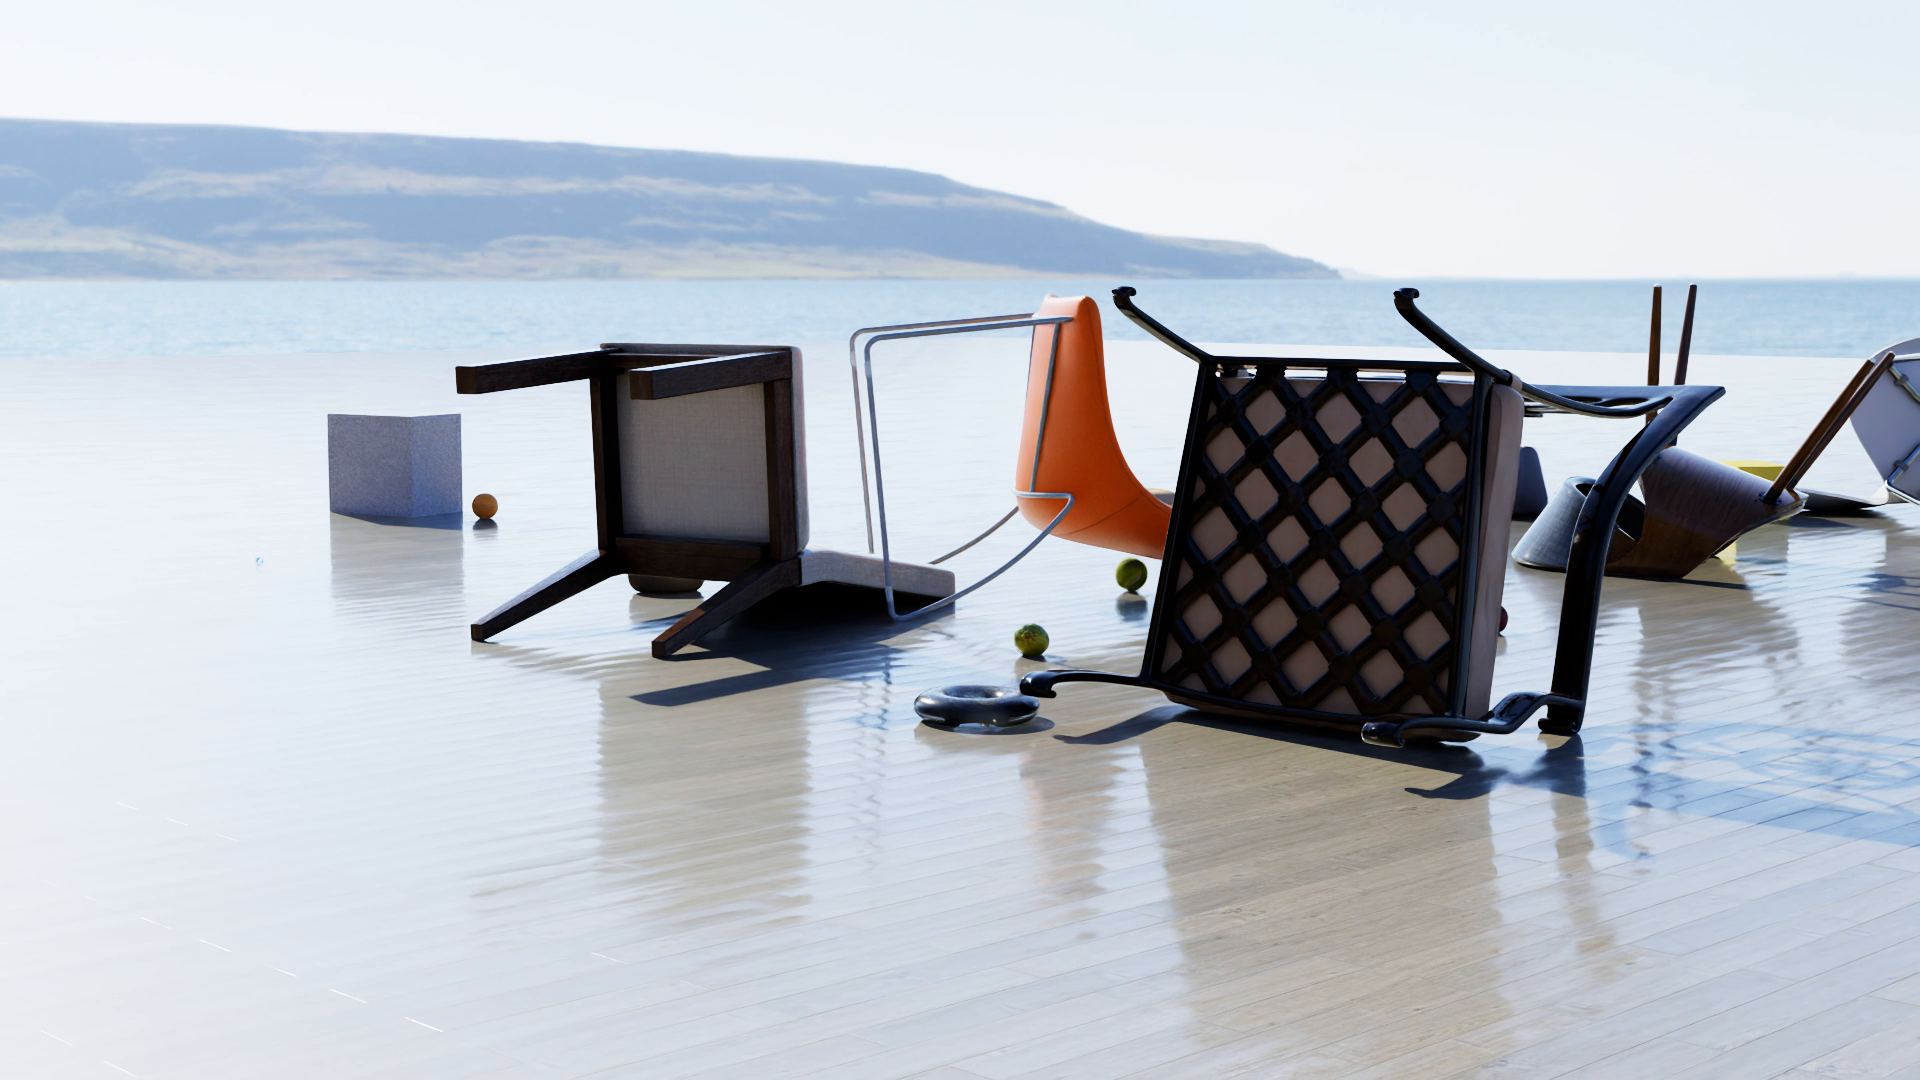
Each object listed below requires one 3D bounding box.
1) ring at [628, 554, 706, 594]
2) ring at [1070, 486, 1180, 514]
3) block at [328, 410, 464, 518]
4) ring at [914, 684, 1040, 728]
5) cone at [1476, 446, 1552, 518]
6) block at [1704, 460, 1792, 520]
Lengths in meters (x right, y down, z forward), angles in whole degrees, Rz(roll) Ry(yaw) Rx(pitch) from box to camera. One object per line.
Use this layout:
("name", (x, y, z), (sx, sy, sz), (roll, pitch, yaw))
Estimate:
("ring", (-0.614, 0.071, 5.368), (0.165, 0.074, 0.092), (-1, 9, -18))
("ring", (0.464, -0.111, 7.192), (0.312, 0.062, 0.307), (2, 6, 12))
("block", (-1.577, -0.216, 7.164), (0.311, 0.275, 0.202), (4, 7, 31))
("ring", (0.025, 0.247, 3.817), (0.190, 0.043, 0.187), (5, 8, 37))
("cone", (1.567, -0.114, 7.058), (0.231, 0.220, 0.181), (-23, 49, -26))
("block", (2.158, -0.138, 7.040), (0.148, 0.146, 0.238), (-1, 6, -5))
